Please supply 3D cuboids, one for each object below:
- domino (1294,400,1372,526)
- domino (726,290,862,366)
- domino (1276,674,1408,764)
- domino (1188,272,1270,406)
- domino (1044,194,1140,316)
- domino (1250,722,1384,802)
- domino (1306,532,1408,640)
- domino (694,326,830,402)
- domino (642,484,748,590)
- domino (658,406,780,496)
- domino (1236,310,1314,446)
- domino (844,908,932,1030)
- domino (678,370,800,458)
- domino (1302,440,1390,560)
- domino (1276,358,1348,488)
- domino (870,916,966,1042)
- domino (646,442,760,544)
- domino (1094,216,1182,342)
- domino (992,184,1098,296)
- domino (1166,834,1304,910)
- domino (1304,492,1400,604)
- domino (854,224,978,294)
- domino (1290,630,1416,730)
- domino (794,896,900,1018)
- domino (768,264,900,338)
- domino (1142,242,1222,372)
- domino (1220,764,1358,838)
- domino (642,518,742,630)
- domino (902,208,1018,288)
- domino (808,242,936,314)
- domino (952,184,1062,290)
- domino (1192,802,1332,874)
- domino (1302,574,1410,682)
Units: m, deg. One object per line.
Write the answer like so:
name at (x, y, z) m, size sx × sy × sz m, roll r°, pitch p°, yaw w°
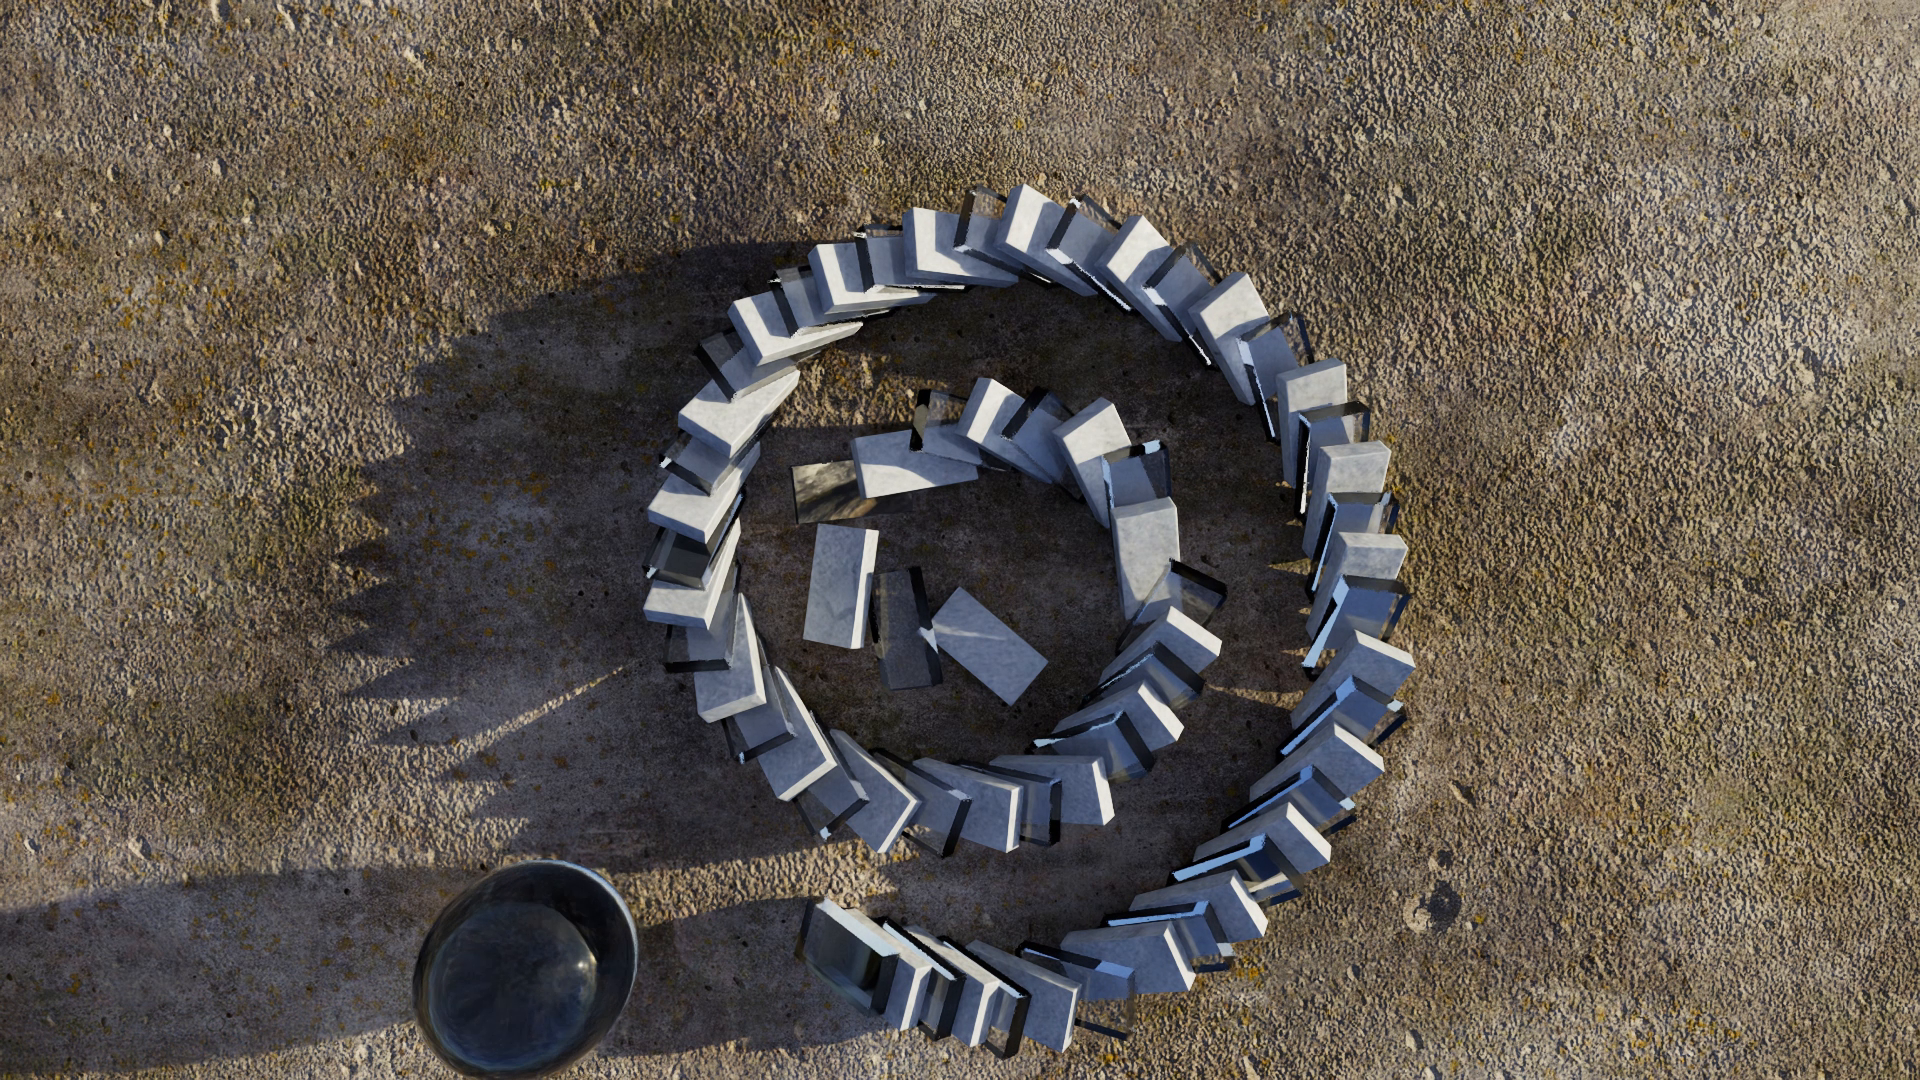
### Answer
domino at (0.154, -0.031, 0.382) m, size 0.025 × 0.010 × 0.050 m, roll -12°, pitch 125°, yaw -1°
domino at (-0.068, -0.092, 0.382) m, size 0.050 × 0.009 × 0.025 m, roll -28°, pitch 89°, yaw -34°
domino at (0.158, 0.081, 0.383) m, size 0.025 × 0.009 × 0.050 m, roll 30°, pitch 121°, yaw -2°
domino at (0.119, -0.084, 0.384) m, size 0.025 × 0.010 × 0.050 m, roll -40°, pitch 118°, yaw 0°
domino at (0.061, -0.118, 0.383) m, size 0.050 × 0.010 × 0.025 m, roll 29°, pitch 88°, yaw -30°
domino at (0.148, 0.100, 0.383) m, size 0.025 × 0.010 × 0.050 m, roll 37°, pitch 121°, yaw -1°
domino at (0.164, 0.021, 0.382) m, size 0.025 × 0.009 × 0.050 m, roll 3°, pitch 124°, yaw -2°
domino at (-0.082, -0.080, 0.383) m, size 0.050 × 0.010 × 0.025 m, roll -36°, pitch 90°, yaw -33°
domino at (-0.110, -0.005, 0.381) m, size 0.025 × 0.010 × 0.050 m, roll 12°, pitch 56°, yaw 3°
domino at (-0.100, -0.044, 0.382) m, size 0.025 × 0.010 × 0.050 m, roll 31°, pitch 57°, yaw 0°
domino at (0.136, -0.067, 0.384) m, size 0.025 × 0.009 × 0.050 m, roll -27°, pitch 117°, yaw 0°
domino at (-0.035, 0.176, 0.379) m, size 0.050 × 0.010 × 0.025 m, roll 15°, pitch 90°, yaw 44°
domino at (-0.091, -0.059, 0.382) m, size 0.025 × 0.010 × 0.050 m, roll 32°, pitch 55°, yaw 1°
domino at (0.160, -0.016, 0.381) m, size 0.025 × 0.009 × 0.050 m, roll -7°, pitch 125°, yaw -4°
domino at (0.148, -0.048, 0.383) m, size 0.025 × 0.009 × 0.050 m, roll -17°, pitch 120°, yaw 0°
domino at (-0.021, 0.180, 0.379) m, size 0.050 × 0.009 × 0.025 m, roll 16°, pitch 91°, yaw 44°
domino at (-0.106, -0.025, 0.382) m, size 0.025 × 0.010 × 0.050 m, roll 22°, pitch 57°, yaw 1°
domino at (0.082, -0.109, 0.384) m, size 0.050 × 0.009 × 0.025 m, roll 35°, pitch 90°, yaw -29°
domino at (0.040, -0.124, 0.382) m, size 0.050 × 0.010 × 0.025 m, roll 19°, pitch 87°, yaw -31°
domino at (0.114, 0.143, 0.381) m, size 0.025 × 0.010 × 0.050 m, roll 49°, pitch 125°, yaw -3°
domino at (0.163, 0.004, 0.382) m, size 0.025 × 0.009 × 0.050 m, roll -1°, pitch 124°, yaw -1°
domino at (-0.018, -0.117, 0.382) m, size 0.050 × 0.010 × 0.025 m, roll -10°, pitch 89°, yaw -33°
domino at (0.163, 0.064, 0.383) m, size 0.025 × 0.010 × 0.050 m, roll 24°, pitch 120°, yaw 0°
domino at (-0.048, 0.171, 0.379) m, size 0.050 × 0.010 × 0.025 m, roll 15°, pitch 90°, yaw 44°
domino at (-0.052, -0.102, 0.382) m, size 0.050 × 0.009 × 0.025 m, roll -22°, pitch 90°, yaw -33°
domino at (0.101, -0.097, 0.384) m, size 0.025 × 0.009 × 0.050 m, roll -48°, pitch 118°, yaw 0°
domino at (0.137, 0.117, 0.383) m, size 0.025 × 0.009 × 0.050 m, roll 44°, pitch 121°, yaw 0°
domino at (-0.111, 0.012, 0.382) m, size 0.025 × 0.010 × 0.050 m, roll 9°, pitch 56°, yaw 1°
domino at (0.001, -0.121, 0.382) m, size 0.050 × 0.009 × 0.025 m, roll -4°, pitch 89°, yaw -33°
domino at (-0.036, -0.110, 0.382) m, size 0.050 × 0.009 × 0.025 m, roll -16°, pitch 88°, yaw -33°
domino at (0.023, -0.126, 0.383) m, size 0.050 × 0.010 × 0.025 m, roll 13°, pitch 90°, yaw -31°
domino at (0.125, 0.131, 0.382) m, size 0.025 × 0.010 × 0.050 m, roll 46°, pitch 125°, yaw -1°
domino at (0.164, 0.039, 0.382) m, size 0.025 × 0.010 × 0.050 m, roll 7°, pitch 124°, yaw -2°
